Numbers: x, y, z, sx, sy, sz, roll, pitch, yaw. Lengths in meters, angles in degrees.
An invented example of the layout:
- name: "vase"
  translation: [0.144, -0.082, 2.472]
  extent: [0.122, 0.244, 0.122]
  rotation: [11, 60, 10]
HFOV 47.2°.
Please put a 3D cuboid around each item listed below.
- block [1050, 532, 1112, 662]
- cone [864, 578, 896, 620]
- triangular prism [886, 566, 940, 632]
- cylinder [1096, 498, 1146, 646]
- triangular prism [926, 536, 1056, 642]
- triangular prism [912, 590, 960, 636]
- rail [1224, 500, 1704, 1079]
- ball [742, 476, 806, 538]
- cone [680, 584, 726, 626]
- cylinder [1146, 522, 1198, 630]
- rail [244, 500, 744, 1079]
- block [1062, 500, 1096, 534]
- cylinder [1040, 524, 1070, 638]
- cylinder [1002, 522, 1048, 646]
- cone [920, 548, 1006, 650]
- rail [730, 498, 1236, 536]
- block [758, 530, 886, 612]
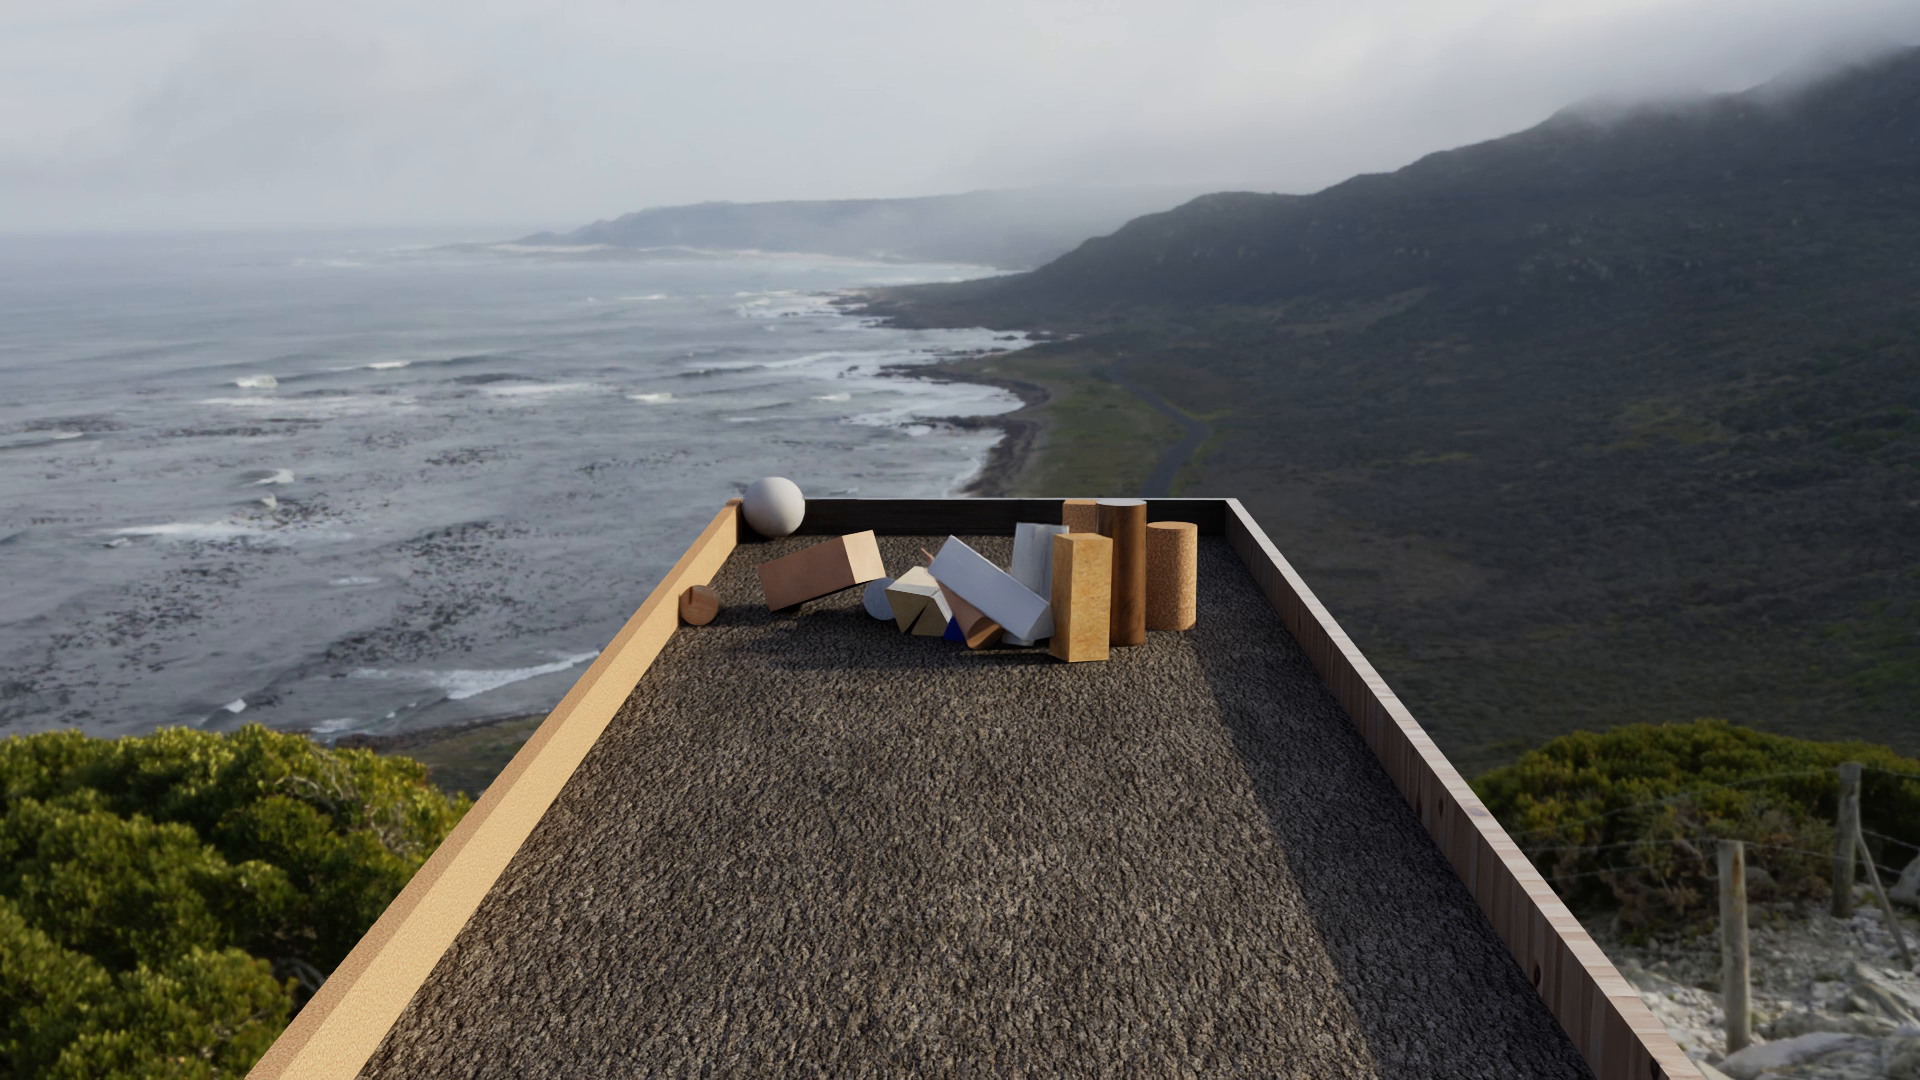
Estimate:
- name: "block"
  translation: [0.368, 0.174, 6.705]
  extent: [0.134, 0.373, 0.134]
  rotation: [-2, 9, -24]
- name: "cone"
  translation: [-0.267, 0.201, 7.516]
  extent: [0.143, 0.143, 0.386]
  rotation: [-1, -2, -5]
- name: "triangular prism"
  translation: [-0.149, 0.167, 7.315]
  extent: [0.132, 0.152, 0.447]
  rotation: [39, 14, 3]
- name: "cylinder"
  translation: [0.506, 0.102, 6.937]
  extent: [0.159, 0.447, 0.159]
  rotation: [0, 9, 0]
- name: "triangular prism"
  translation: [0.106, 0.141, 6.790]
  extent: [0.139, 0.121, 0.459]
  rotation: [-10, 34, -42]
- name: "triangular prism"
  translation: [-0.058, 0.220, 7.217]
  extent: [0.139, 0.120, 0.323]
  rotation: [2, 9, 11]
- name: "rail"
  translation: [1.046, 0.843, 3.208]
  extent: [0.050, 0.150, 12.000]
  rotation: [0, 9, 1]
- name: "ball"
  translation: [-0.761, -0.133, 8.998]
  extent: [0.255, 0.255, 0.255]
  rotation: [0, 9, 0]
- name: "cone"
  translation: [-0.831, 0.221, 7.404]
  extent: [0.133, 0.133, 0.339]
  rotation: [2, -2, 10]
- name: "cylinder"
  translation: [0.692, 0.117, 7.201]
  extent: [0.164, 0.335, 0.164]
  rotation: [0, 9, 0]
- name: "rail"
  translation: [-1.004, 0.839, 3.234]
  extent: [0.050, 0.150, 12.000]
  rotation: [0, 9, 1]
- name: "block"
  translation: [0.399, 0.078, 7.204]
  extent: [0.115, 0.410, 0.115]
  rotation: [1, 9, 9]
- name: "cylinder"
  translation: [0.260, 0.127, 7.011]
  extent: [0.157, 0.355, 0.157]
  rotation: [3, 2, 0]
- name: "cylinder"
  translation: [0.204, 0.138, 6.893]
  extent: [0.102, 0.378, 0.102]
  rotation: [7, 3, 0]
- name: "cone"
  translation: [-0.024, 0.149, 6.948]
  extent: [0.153, 0.153, 0.428]
  rotation: [-7, 42, -36]
- name: "rail"
  translation: [0.099, -0.098, 9.147]
  extent: [2.100, 0.150, 0.050]
  rotation: [0, 9, 1]
- name: "block"
  translation: [-0.469, 0.105, 7.419]
  extent: [0.396, 0.163, 0.163]
  rotation: [-18, -4, 36]
